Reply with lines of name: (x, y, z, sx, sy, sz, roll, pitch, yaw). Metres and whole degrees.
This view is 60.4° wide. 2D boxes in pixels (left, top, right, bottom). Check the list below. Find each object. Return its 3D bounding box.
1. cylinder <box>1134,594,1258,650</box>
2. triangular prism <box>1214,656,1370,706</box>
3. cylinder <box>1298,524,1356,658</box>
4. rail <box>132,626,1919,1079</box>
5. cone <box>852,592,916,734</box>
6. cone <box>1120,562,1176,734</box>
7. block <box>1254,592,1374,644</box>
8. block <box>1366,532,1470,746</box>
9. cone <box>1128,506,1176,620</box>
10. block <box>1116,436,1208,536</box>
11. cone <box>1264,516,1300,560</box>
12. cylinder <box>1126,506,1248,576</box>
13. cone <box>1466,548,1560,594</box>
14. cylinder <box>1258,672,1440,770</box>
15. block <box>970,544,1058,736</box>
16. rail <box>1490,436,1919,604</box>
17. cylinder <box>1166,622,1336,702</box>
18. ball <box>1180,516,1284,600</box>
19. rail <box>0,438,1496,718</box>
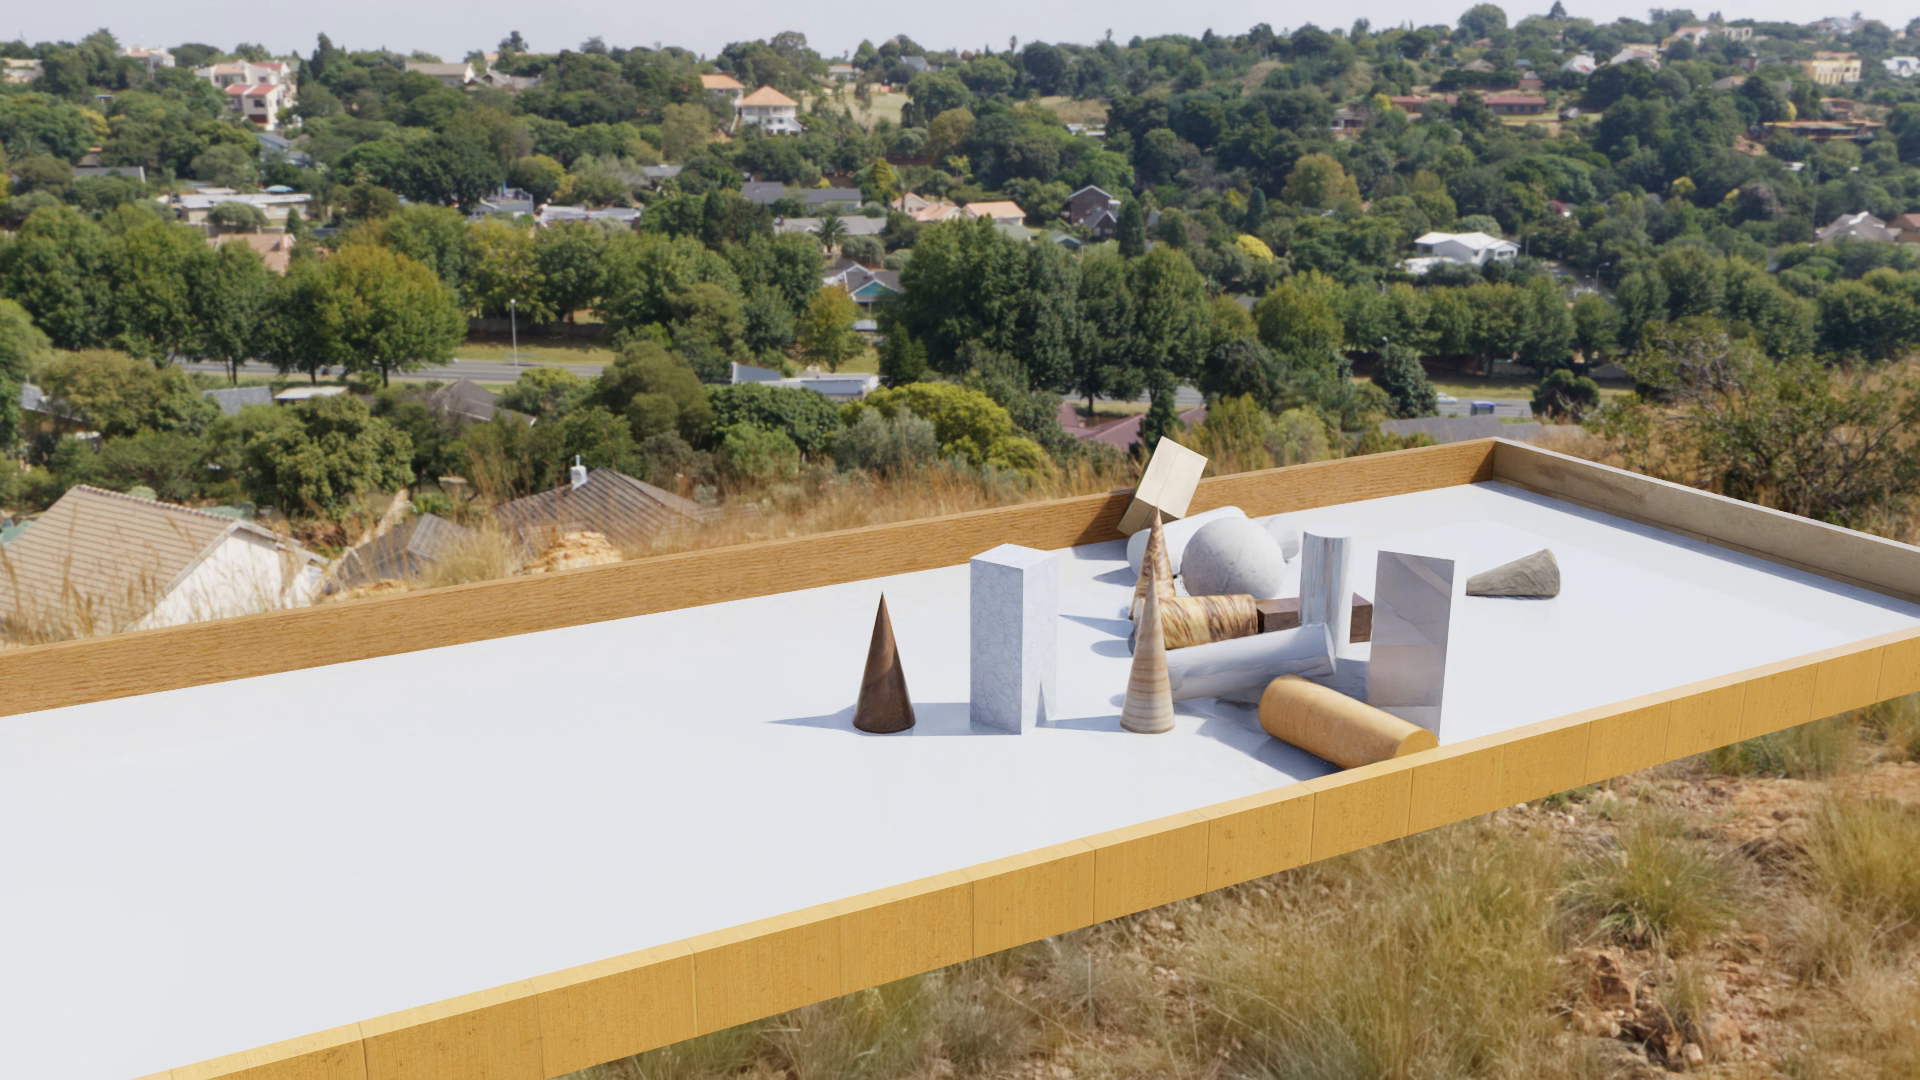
cylinder: (0.621, 0.217, 4.369, 0.301, 0.139, 0.139, -2, 16, -6)
triangular prism: (0.822, 0.329, 3.990, 0.375, 0.129, 0.149, 8, 18, 26)
cylinder: (0.899, 0.169, 4.065, 0.128, 0.403, 0.128, 0, 16, 0)
rail: (-2.336, 1.006, 1.665, 12.000, 0.150, 0.050, -9, 18, -27)
cone: (-0.179, 0.271, 3.853, 0.152, 0.327, 0.152, 0, 16, 0)
cone: (0.442, 0.240, 3.828, 0.131, 0.401, 0.131, 0, 16, 0)
block: (0.937, 0.219, 4.422, 0.314, 0.106, 0.106, -4, 17, -14)
block: (1.054, 0.225, 3.804, 0.170, 0.443, 0.170, 8, 18, 26)
cone: (0.539, 0.056, 4.532, 0.145, 0.327, 0.145, 3, -12, 1)
block: (0.645, -0.148, 5.259, 0.164, 0.164, 0.308, 27, 48, 2)
cone: (0.857, 0.052, 5.053, 0.359, 0.141, 0.141, -22, 25, -26)
cylinder: (0.705, 0.009, 5.048, 0.412, 0.156, 0.156, -15, 22, -41)
cone: (1.541, 0.125, 4.810, 0.372, 0.137, 0.137, -10, 16, 2)
cylinder: (0.853, 0.425, 3.646, 0.150, 0.150, 0.398, -11, 19, -32)
block: (0.126, 0.230, 3.859, 0.147, 0.403, 0.147, 11, 20, 34)
rail: (2.466, -0.048, 5.253, 0.050, 0.150, 2.100, -9, 18, -27)
cylinder: (0.680, 0.295, 3.942, 0.410, 0.125, 0.125, -12, 13, 18)
ball: (0.756, 0.078, 4.586, 0.284, 0.284, 0.284, 0, 16, 0)
rail: (-3.305, 0.497, 3.399, 12.000, 0.150, 0.050, -9, 18, -27)
